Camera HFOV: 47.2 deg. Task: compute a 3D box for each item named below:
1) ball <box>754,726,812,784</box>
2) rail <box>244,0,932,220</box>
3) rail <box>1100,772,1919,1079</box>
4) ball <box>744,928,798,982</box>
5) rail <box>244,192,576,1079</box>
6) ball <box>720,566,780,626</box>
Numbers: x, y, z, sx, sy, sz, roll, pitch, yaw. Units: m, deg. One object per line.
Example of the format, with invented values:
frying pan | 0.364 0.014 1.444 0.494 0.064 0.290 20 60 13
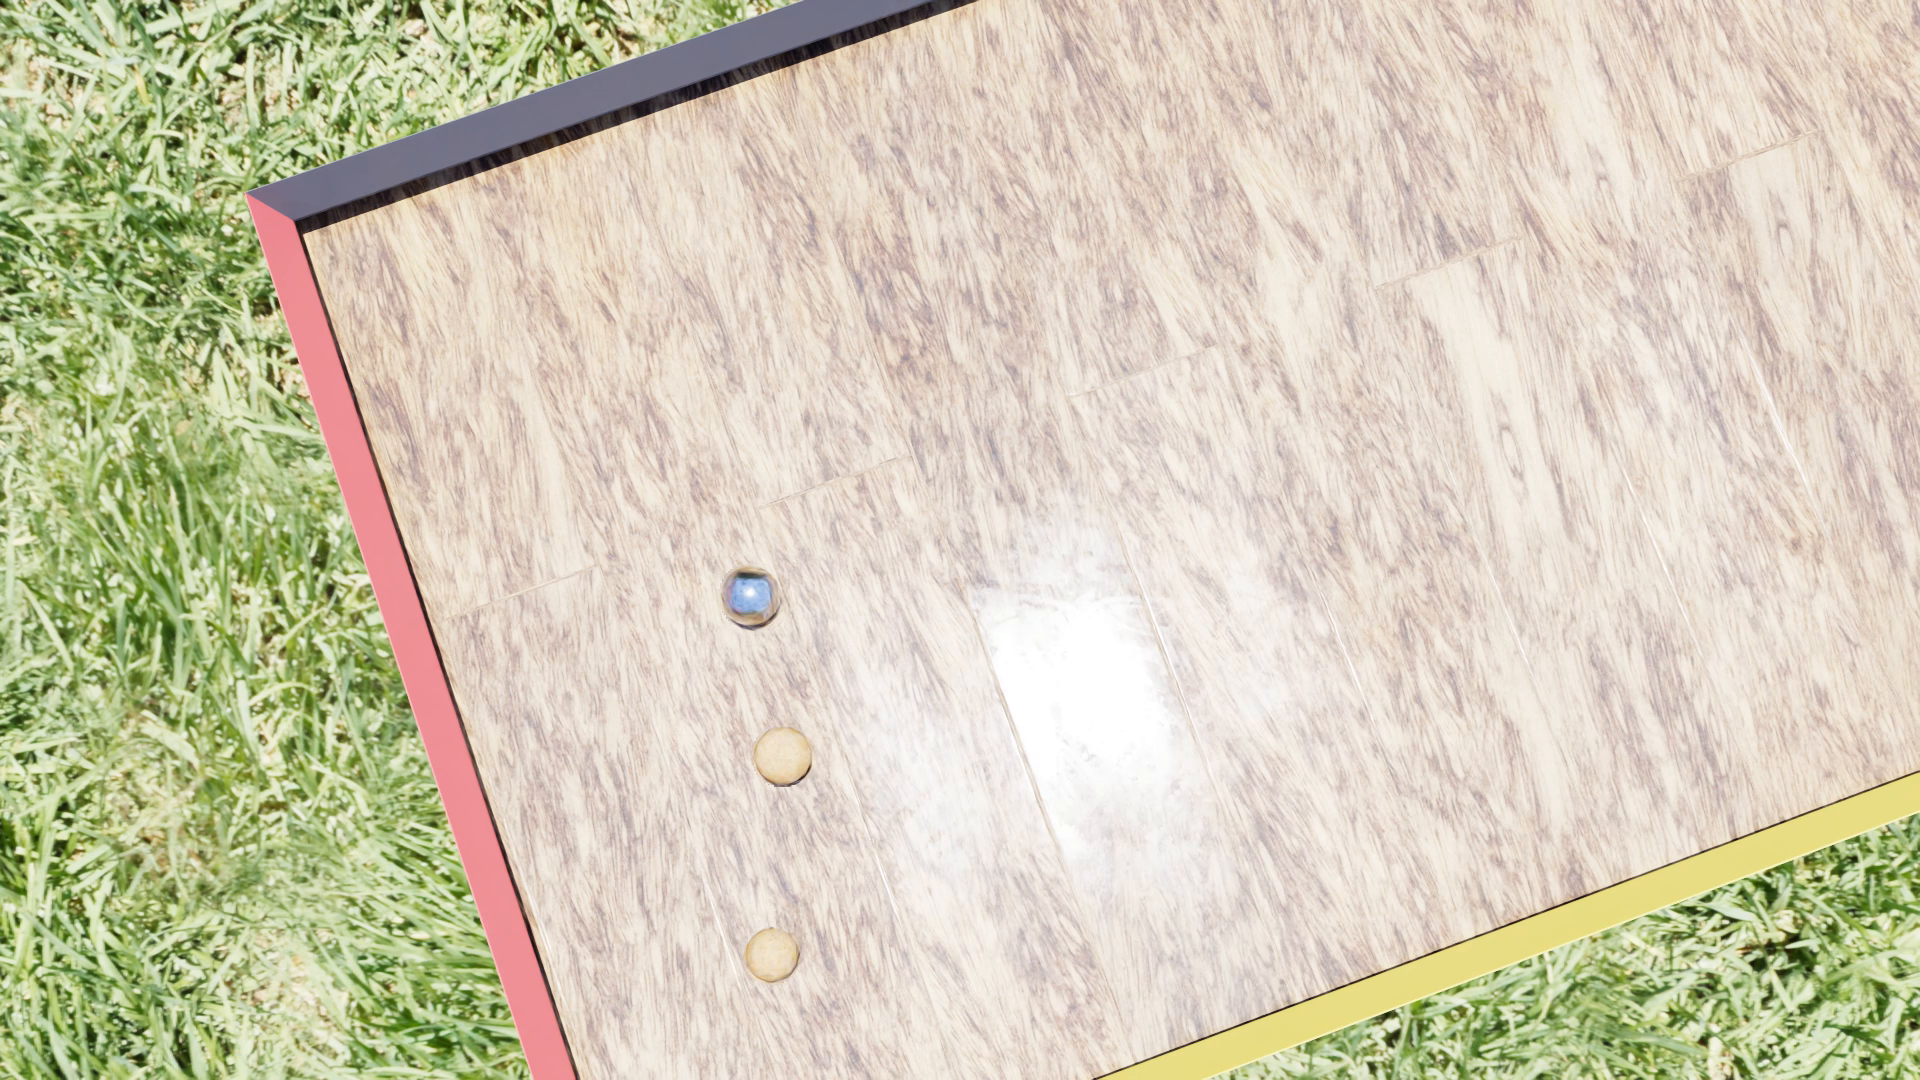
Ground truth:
ball | -0.259 0.315 3.216 0.085 0.085 0.085 0 81 0
rail | 0.496 -1.045 3.408 3.306 0.115 0.045 -20 82 -3
rail | 1.057 0.482 3.174 3.306 0.115 0.045 -20 82 -3
ball | -0.272 0.599 3.176 0.078 0.078 0.078 0 81 0
rail | -0.755 0.269 3.207 0.045 0.115 1.691 -20 82 -3
ball | -0.309 0.082 3.250 0.088 0.088 0.088 0 81 0
